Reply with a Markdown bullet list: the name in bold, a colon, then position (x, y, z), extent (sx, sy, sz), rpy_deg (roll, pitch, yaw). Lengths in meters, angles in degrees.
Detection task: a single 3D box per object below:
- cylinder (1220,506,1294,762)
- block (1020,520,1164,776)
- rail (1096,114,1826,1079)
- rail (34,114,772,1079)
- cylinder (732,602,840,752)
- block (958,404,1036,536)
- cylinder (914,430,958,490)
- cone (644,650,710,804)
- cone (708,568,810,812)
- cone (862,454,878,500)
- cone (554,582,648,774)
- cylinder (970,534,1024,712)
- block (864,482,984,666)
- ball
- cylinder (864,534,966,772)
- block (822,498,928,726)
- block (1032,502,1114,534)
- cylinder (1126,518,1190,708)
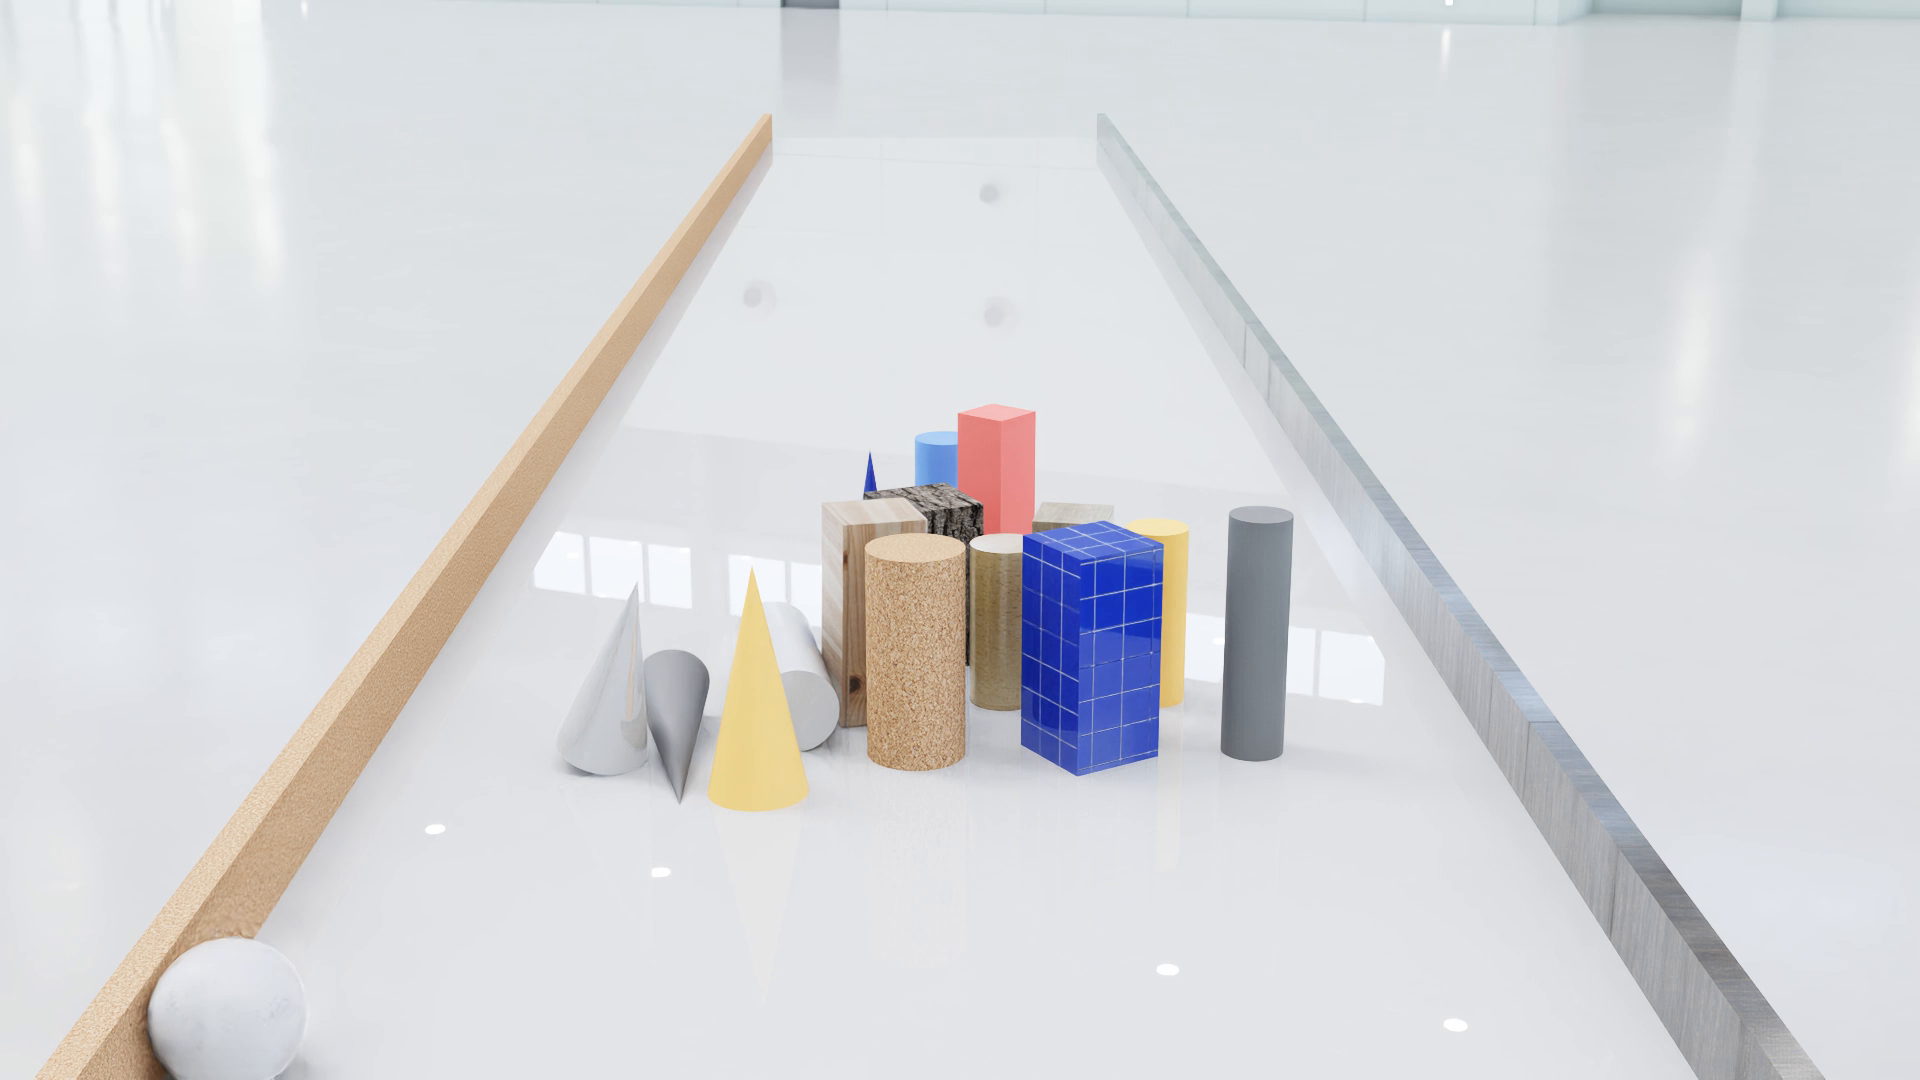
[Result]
- **cylinder**: position (0.525, 0.166, 3.895), extent (0.113, 0.440, 0.113), rpy_deg (0, 17, 0)
- **block**: position (0.232, 0.189, 3.898), extent (0.177, 0.395, 0.177), rpy_deg (-10, 19, -31)
- **rail**: position (0.932, -0.844, 7.801), extent (0.050, 0.150, 12.000), rpy_deg (0, 17, -1)
- **rail**: position (-1.118, -0.838, 7.780), extent (0.050, 0.150, 12.000), rpy_deg (0, 17, -1)
- **cylinder**: position (-0.329, 0.250, 4.113), extent (0.156, 0.156, 0.401), rpy_deg (-3, 17, -10)
- **block**: position (0.076, -0.055, 4.639), extent (0.116, 0.440, 0.116), rpy_deg (13, 21, 38)
- **cylinder**: position (-0.035, -0.070, 4.893), extent (0.130, 0.324, 0.130), rpy_deg (0, 17, 0)
- **cone**: position (-0.505, 0.357, 3.904), extent (0.141, 0.141, 0.423), rpy_deg (-2, 26, -8)
- **cone**: position (-0.346, 0.235, 3.718), extent (0.175, 0.409, 0.175), rpy_deg (0, 17, 0)
- **cone**: position (-0.187, -0.013, 4.621), extent (0.116, 0.370, 0.116), rpy_deg (0, 17, 0)
- **cone**: position (-0.590, 0.215, 3.811), extent (0.167, 0.358, 0.167), rpy_deg (12, 31, -8)
- **cylinder**: position (0.084, 0.155, 4.161), extent (0.131, 0.311, 0.131), rpy_deg (0, 17, 0)
- **block**: position (-0.073, 0.076, 4.389), extent (0.180, 0.331, 0.180), rpy_deg (-8, 18, -24)
- **ball**: position (-0.939, 0.611, 2.826), extent (0.198, 0.198, 0.198), rpy_deg (0, 17, 0)
- **cylinder**: position (-0.078, 0.197, 3.891), extent (0.176, 0.384, 0.176), rpy_deg (0, 17, 0)
- **block**: position (-0.162, 0.132, 4.100), extent (0.159, 0.386, 0.159), rpy_deg (-4, 17, -17)
- **block**: position (0.224, 0.092, 4.385), extent (0.144, 0.303, 0.144), rpy_deg (3, 17, 10)
- **cylinder**: position (0.370, 0.138, 4.166), extent (0.117, 0.340, 0.117), rpy_deg (0, 17, 0)
